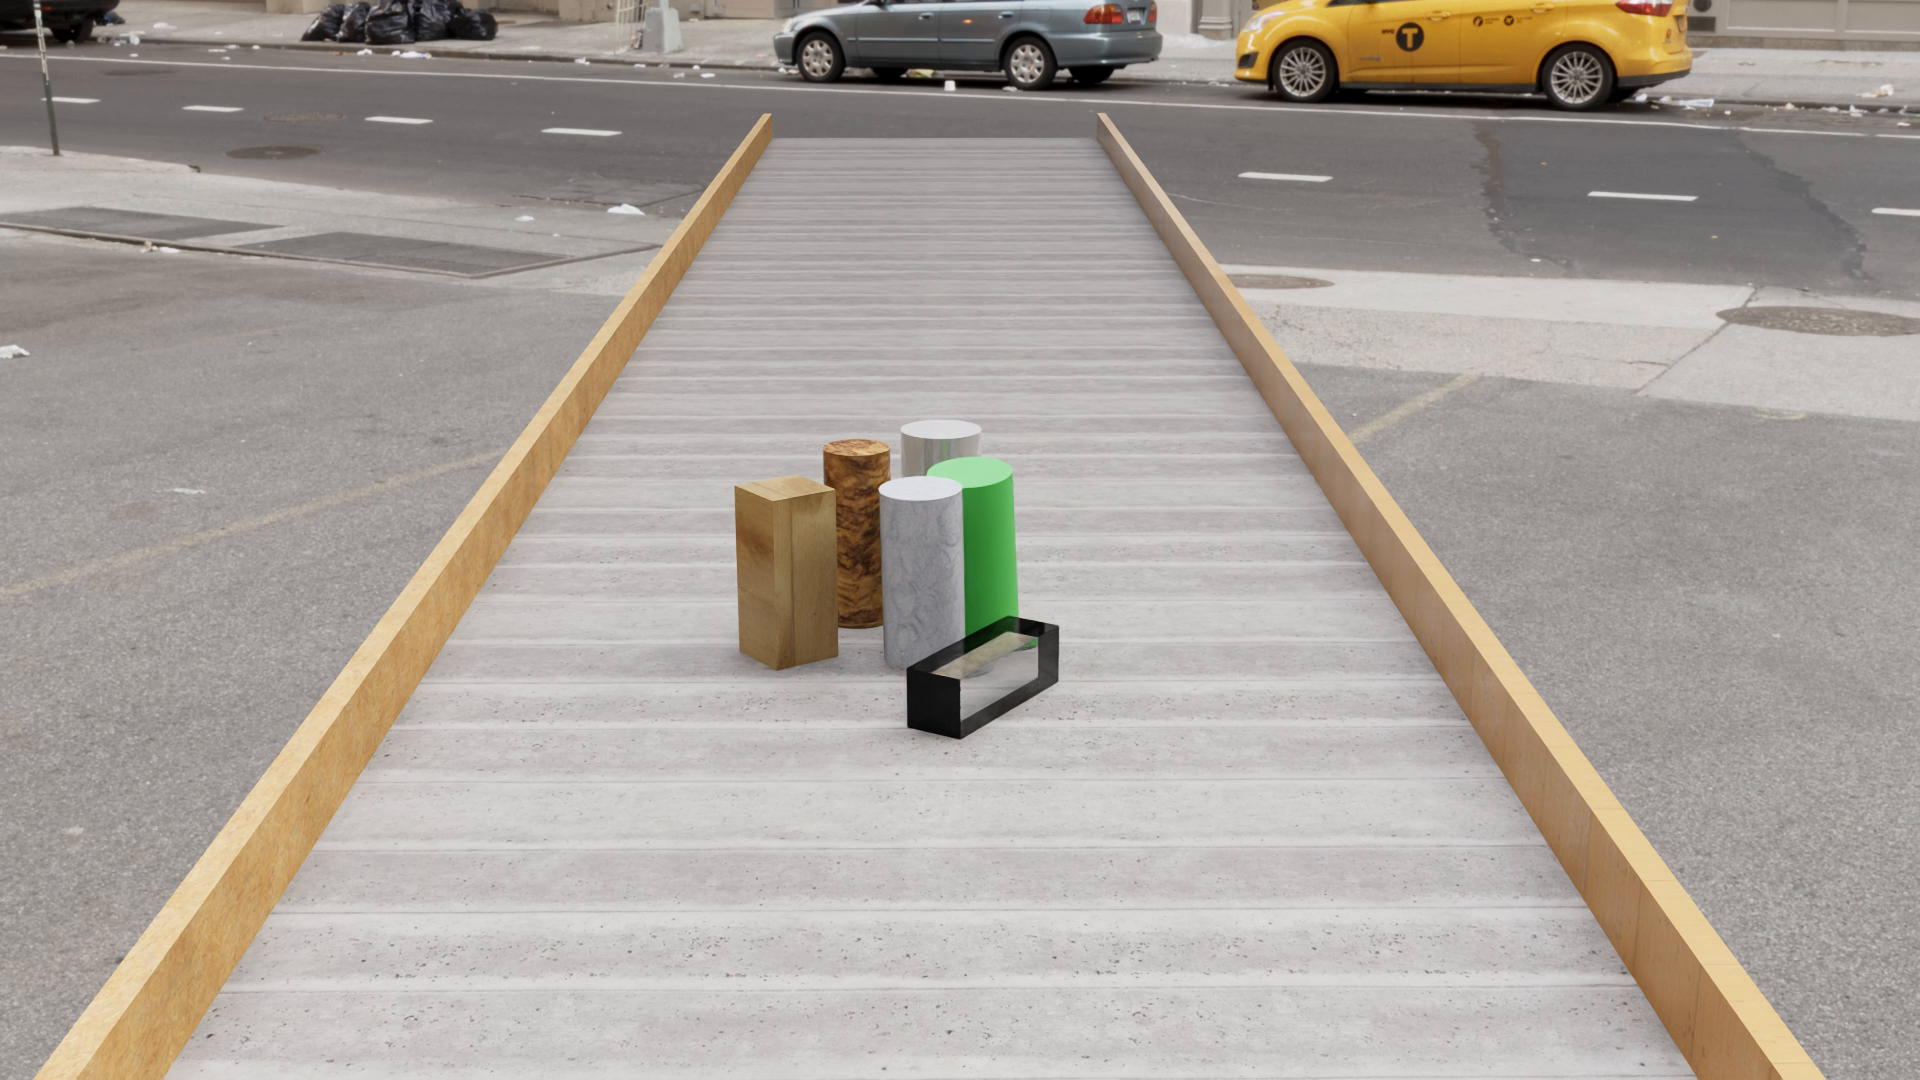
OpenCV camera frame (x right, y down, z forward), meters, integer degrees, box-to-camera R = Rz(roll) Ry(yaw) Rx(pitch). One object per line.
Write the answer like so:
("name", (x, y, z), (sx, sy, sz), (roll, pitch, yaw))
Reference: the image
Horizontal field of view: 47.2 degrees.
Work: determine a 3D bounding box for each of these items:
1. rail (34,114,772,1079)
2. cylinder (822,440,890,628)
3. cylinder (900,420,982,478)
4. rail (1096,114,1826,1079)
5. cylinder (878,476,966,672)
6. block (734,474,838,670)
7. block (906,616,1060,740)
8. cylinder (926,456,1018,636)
("rail", (-1.118, -0.838, 7.780), (0.050, 0.150, 12.000), (0, 17, -1))
("cylinder", (-0.215, -0.013, 4.614), (0.140, 0.374, 0.140), (0, 17, 0))
("cylinder", (-0.042, -0.080, 4.894), (0.179, 0.343, 0.179), (0, 17, 0))
("rail", (0.932, -0.844, 7.801), (0.050, 0.150, 12.000), (0, 17, -1))
("cylinder", (-0.074, 0.067, 4.367), (0.165, 0.356, 0.165), (-1, 18, 0))
("block", (-0.347, 0.063, 4.403), (0.145, 0.349, 0.145), (-12, 20, -34))
("block", (0.047, 0.256, 4.162), (0.117, 0.117, 0.359), (10, 19, 31))
("cylinder", (0.028, 0.022, 4.515), (0.174, 0.346, 0.174), (-3, 23, 1))
